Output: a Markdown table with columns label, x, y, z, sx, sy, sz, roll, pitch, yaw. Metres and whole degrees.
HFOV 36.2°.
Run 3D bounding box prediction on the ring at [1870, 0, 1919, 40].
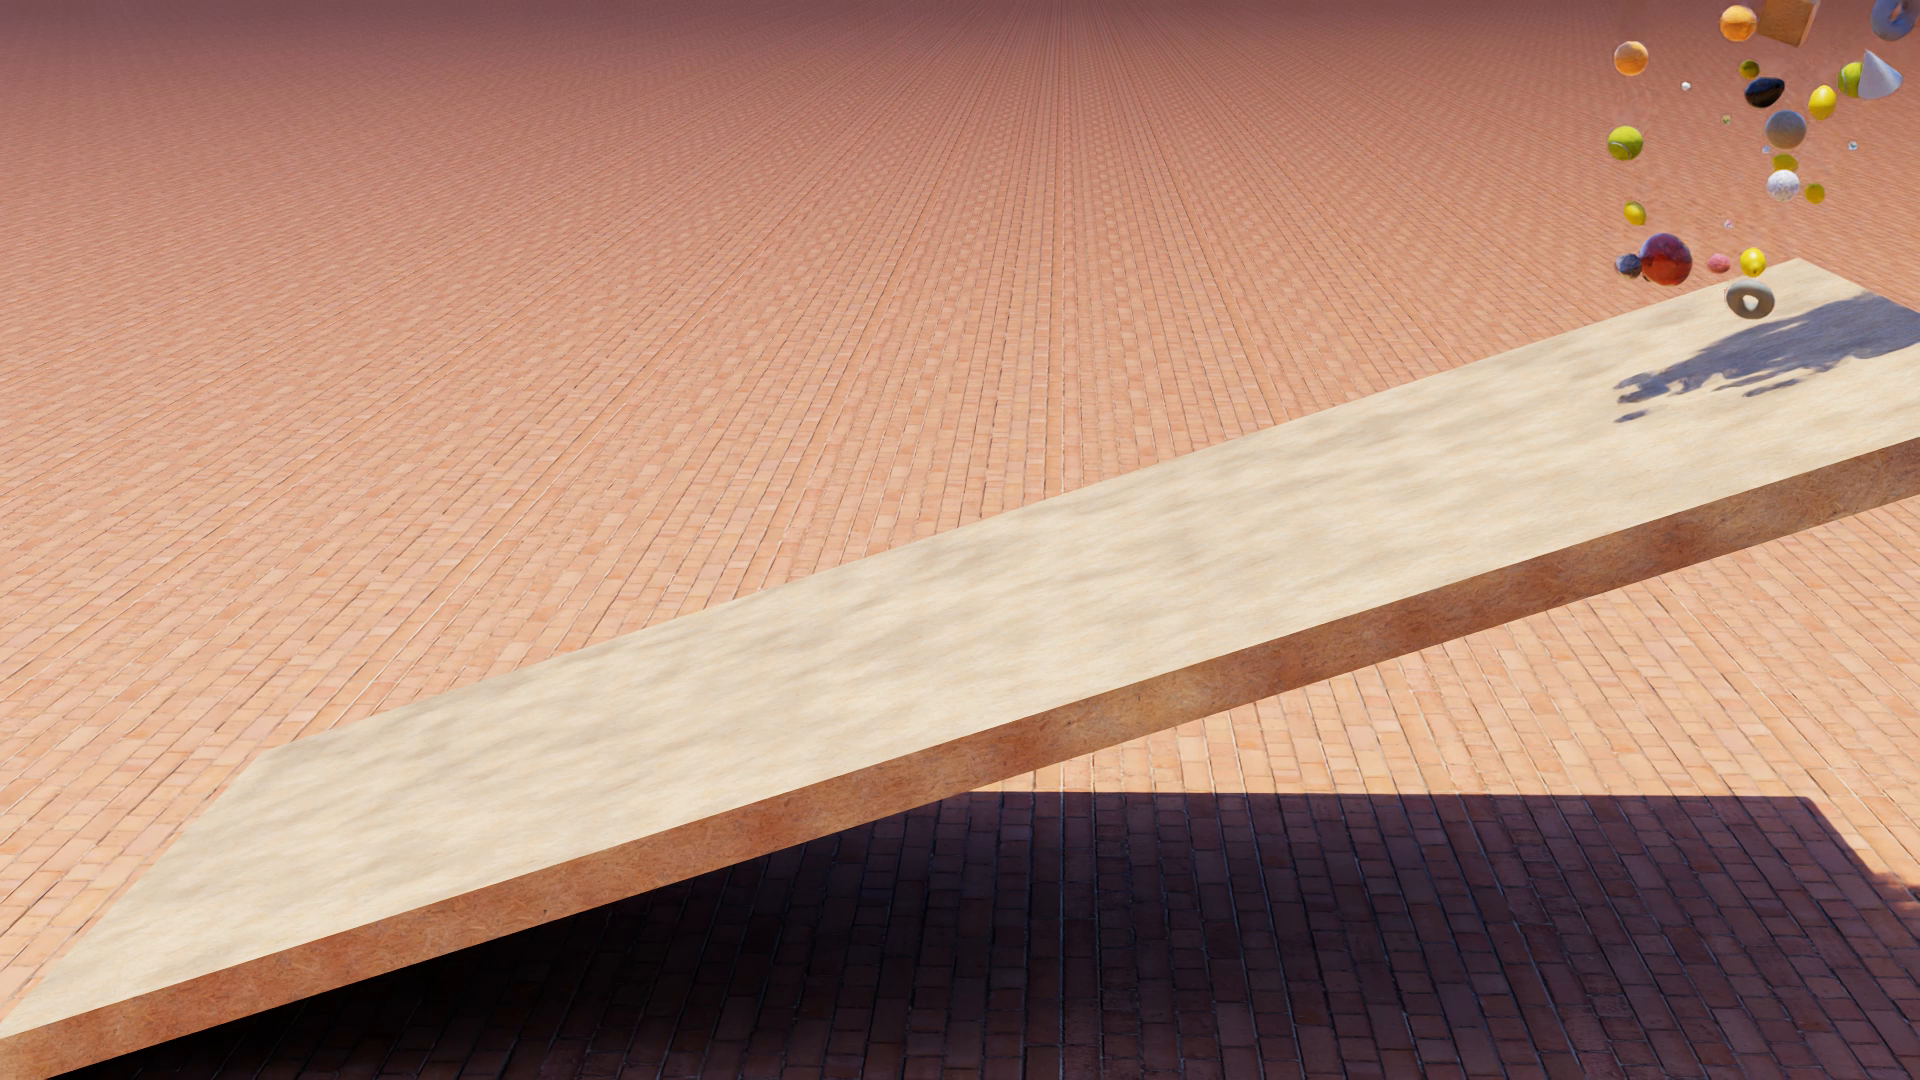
| label | x | y | z | sx | sy | sz | roll | pitch | yaw |
| --- | --- | --- | --- | --- | --- | --- | --- | --- | --- |
| ring | 1.842 | -1.038 | 5.787 | 0.115 | 0.115 | 0.038 | -6 | 31 | -28 |

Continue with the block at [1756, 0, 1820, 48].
| label | x | y | z | sx | sy | sz | roll | pitch | yaw |
| --- | --- | --- | --- | --- | --- | --- | --- | --- | --- |
| block | 1.707 | -1.080 | 6.062 | 0.092 | 0.092 | 0.092 | 23 | 26 | 17 |

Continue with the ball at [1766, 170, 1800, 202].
| label | x | y | z | sx | sy | sz | roll | pitch | yaw |
| --- | --- | --- | --- | --- | --- | --- | --- | --- | --- |
| ball | 1.614 | -0.694 | 5.766 | 0.063 | 0.063 | 0.063 | 0 | 12 | 0 |

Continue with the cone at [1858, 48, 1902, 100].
| label | x | y | z | sx | sy | sz | roll | pitch | yaw |
| --- | --- | --- | --- | --- | --- | --- | --- | --- | --- |
| cone | 1.774 | -0.919 | 5.712 | 0.089 | 0.089 | 0.089 | -23 | 33 | 16 |

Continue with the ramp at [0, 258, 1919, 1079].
| label | x | y | z | sx | sy | sz | roll | pitch | yaw |
| --- | --- | --- | --- | --- | --- | --- | --- | --- | --- |
| ramp | 0.105 | 0.181 | 6.307 | 4.000 | 0.100 | 2.000 | -18 | 11 | 6 |

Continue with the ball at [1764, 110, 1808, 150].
| label | x | y | z | sx | sy | sz | roll | pitch | yaw |
| --- | --- | --- | --- | --- | --- | --- | --- | --- | --- |
| ball | 1.700 | -0.844 | 6.055 | 0.084 | 0.084 | 0.084 | 0 | 12 | 0 |
